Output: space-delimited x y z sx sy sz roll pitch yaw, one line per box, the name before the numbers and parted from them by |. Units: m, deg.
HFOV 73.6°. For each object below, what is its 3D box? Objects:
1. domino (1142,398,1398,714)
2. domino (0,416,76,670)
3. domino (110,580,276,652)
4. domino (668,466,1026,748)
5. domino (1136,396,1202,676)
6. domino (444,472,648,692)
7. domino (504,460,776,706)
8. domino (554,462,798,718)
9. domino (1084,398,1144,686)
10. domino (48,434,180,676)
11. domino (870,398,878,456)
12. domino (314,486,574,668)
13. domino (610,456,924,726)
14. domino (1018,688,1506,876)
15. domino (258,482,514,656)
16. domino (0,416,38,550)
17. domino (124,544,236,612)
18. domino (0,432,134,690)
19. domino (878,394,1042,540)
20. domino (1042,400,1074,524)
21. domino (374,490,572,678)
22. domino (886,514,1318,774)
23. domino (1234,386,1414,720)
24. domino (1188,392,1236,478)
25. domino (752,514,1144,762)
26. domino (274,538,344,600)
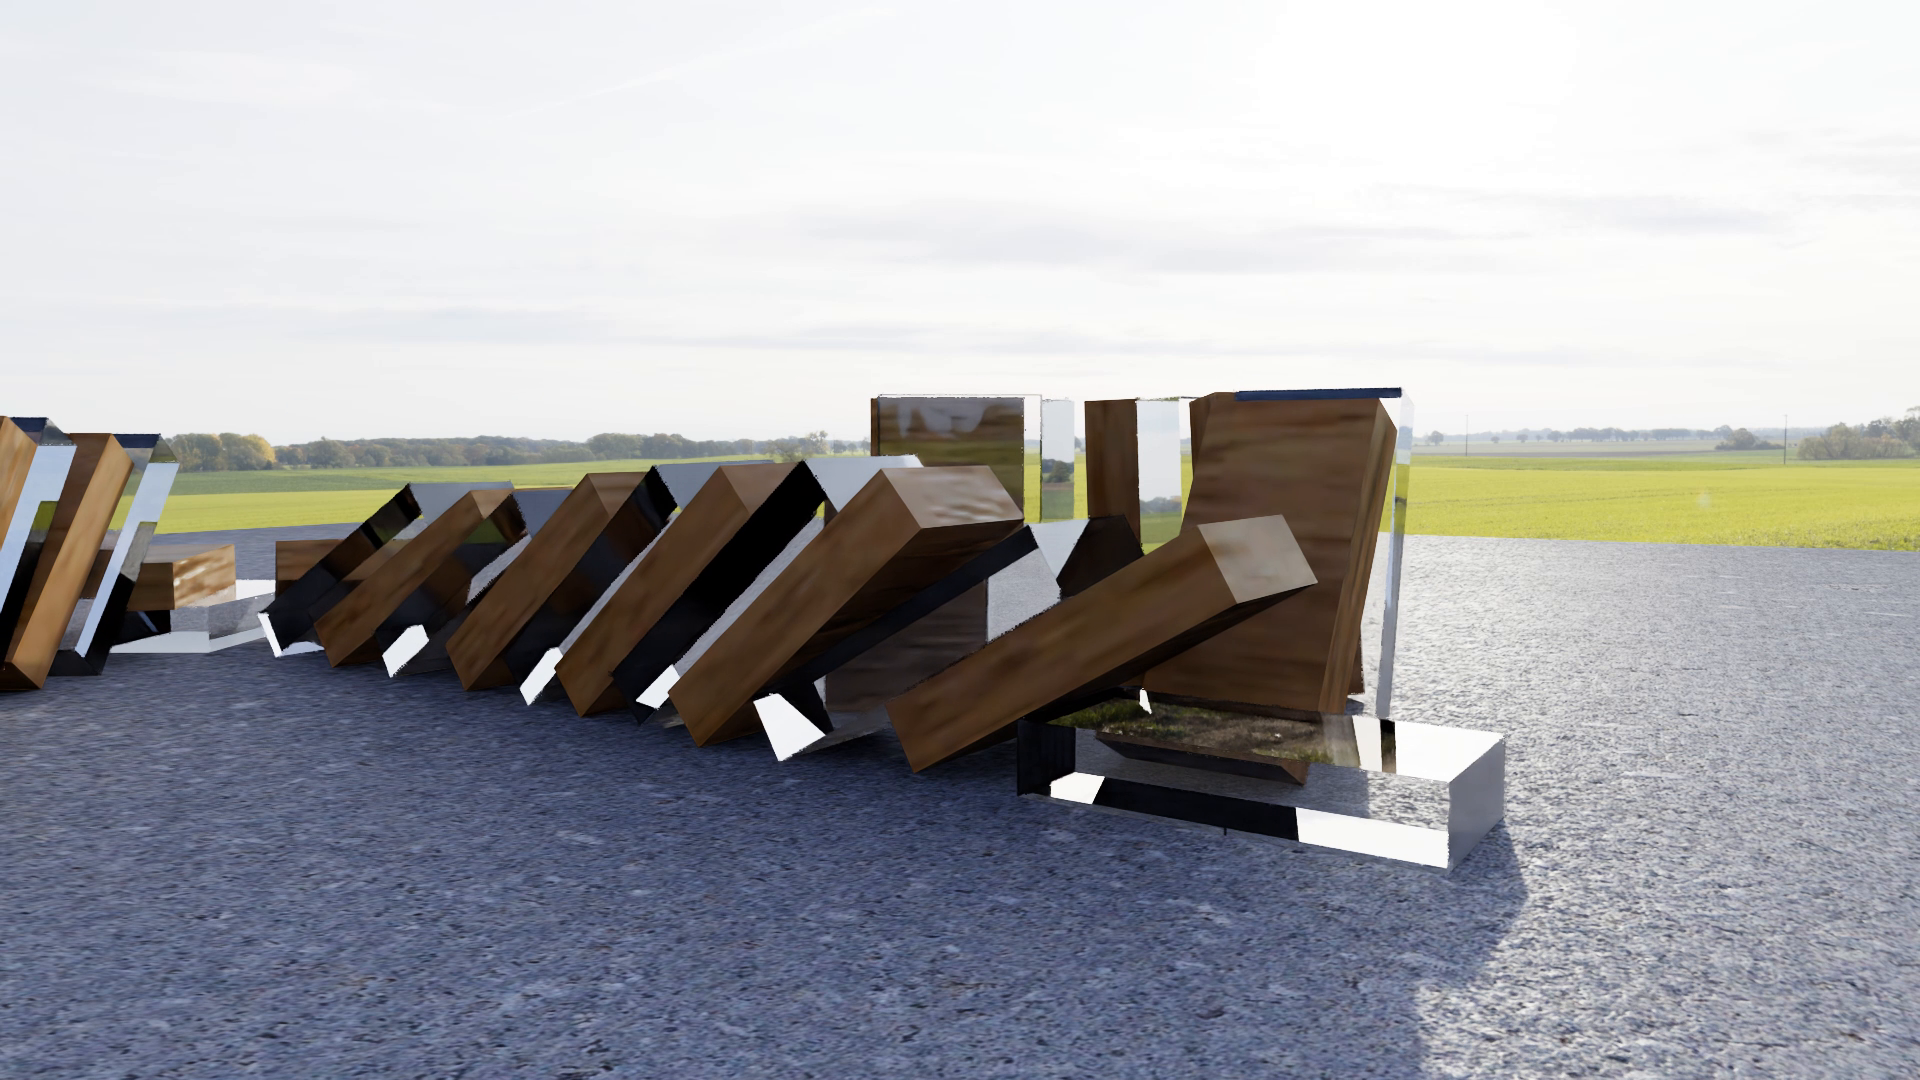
domino | 0.043 0.005 0.179 0.025 0.050 0.010 3 -22 36
domino | -0.173 0.003 0.218 0.025 0.050 0.010 0 -28 -4
domino | -0.166 0.016 0.287 0.025 0.009 0.050 0 4 0
domino | -0.016 0.009 0.180 0.050 0.009 0.025 -44 -20 28
domino | 0.044 0.000 0.225 0.025 0.050 0.009 -3 3 -38
domino | -0.064 0.007 0.220 0.050 0.009 0.025 -42 -20 30
domino | -0.050 0.007 0.208 0.050 0.009 0.025 -45 -20 30
domino | -0.039 0.008 0.199 0.050 0.010 0.025 -45 -20 30
domino | 0.030 0.000 0.236 0.010 0.050 0.025 -1 4 13
domino | -0.171 0.002 0.245 0.025 0.050 0.009 0 -35 -5
domino | -0.002 0.001 0.216 0.025 0.050 0.009 0 4 4
domino | -0.097 0.007 0.245 0.050 0.009 0.025 -33 -11 25
domino | -0.027 0.007 0.188 0.050 0.009 0.025 -44 -20 28
domino | 0.035 0.027 0.150 0.050 0.009 0.025 3 5 35
domino | -0.112 0.006 0.253 0.050 0.009 0.025 -33 -11 24
domino | -0.172 0.003 0.207 0.025 0.050 0.009 -1 -28 -4
domino | -0.176 0.008 0.276 0.025 0.010 0.050 -1 4 -17
domino | -0.173 0.003 0.232 0.025 0.050 0.009 0 -35 -4
domino | 0.000 0.002 0.201 0.025 0.050 0.009 0 4 0
domino | 0.009 0.000 0.232 0.009 0.050 0.025 -3 5 -35
domino | -0.082 0.008 0.232 0.050 0.009 0.025 -36 -16 32
domino | 0.017 0.013 0.162 0.050 0.009 0.025 -33 -15 32
domino | 0.053 0.003 0.193 0.025 0.050 0.009 3 -10 31
domino | 0.053 0.001 0.212 0.025 0.050 0.010 -1 -4 -16
domino | -0.001 0.013 0.171 0.050 0.009 0.025 -33 -14 31
domino | -0.123 0.010 0.283 0.050 0.010 0.025 -2 -32 -30
